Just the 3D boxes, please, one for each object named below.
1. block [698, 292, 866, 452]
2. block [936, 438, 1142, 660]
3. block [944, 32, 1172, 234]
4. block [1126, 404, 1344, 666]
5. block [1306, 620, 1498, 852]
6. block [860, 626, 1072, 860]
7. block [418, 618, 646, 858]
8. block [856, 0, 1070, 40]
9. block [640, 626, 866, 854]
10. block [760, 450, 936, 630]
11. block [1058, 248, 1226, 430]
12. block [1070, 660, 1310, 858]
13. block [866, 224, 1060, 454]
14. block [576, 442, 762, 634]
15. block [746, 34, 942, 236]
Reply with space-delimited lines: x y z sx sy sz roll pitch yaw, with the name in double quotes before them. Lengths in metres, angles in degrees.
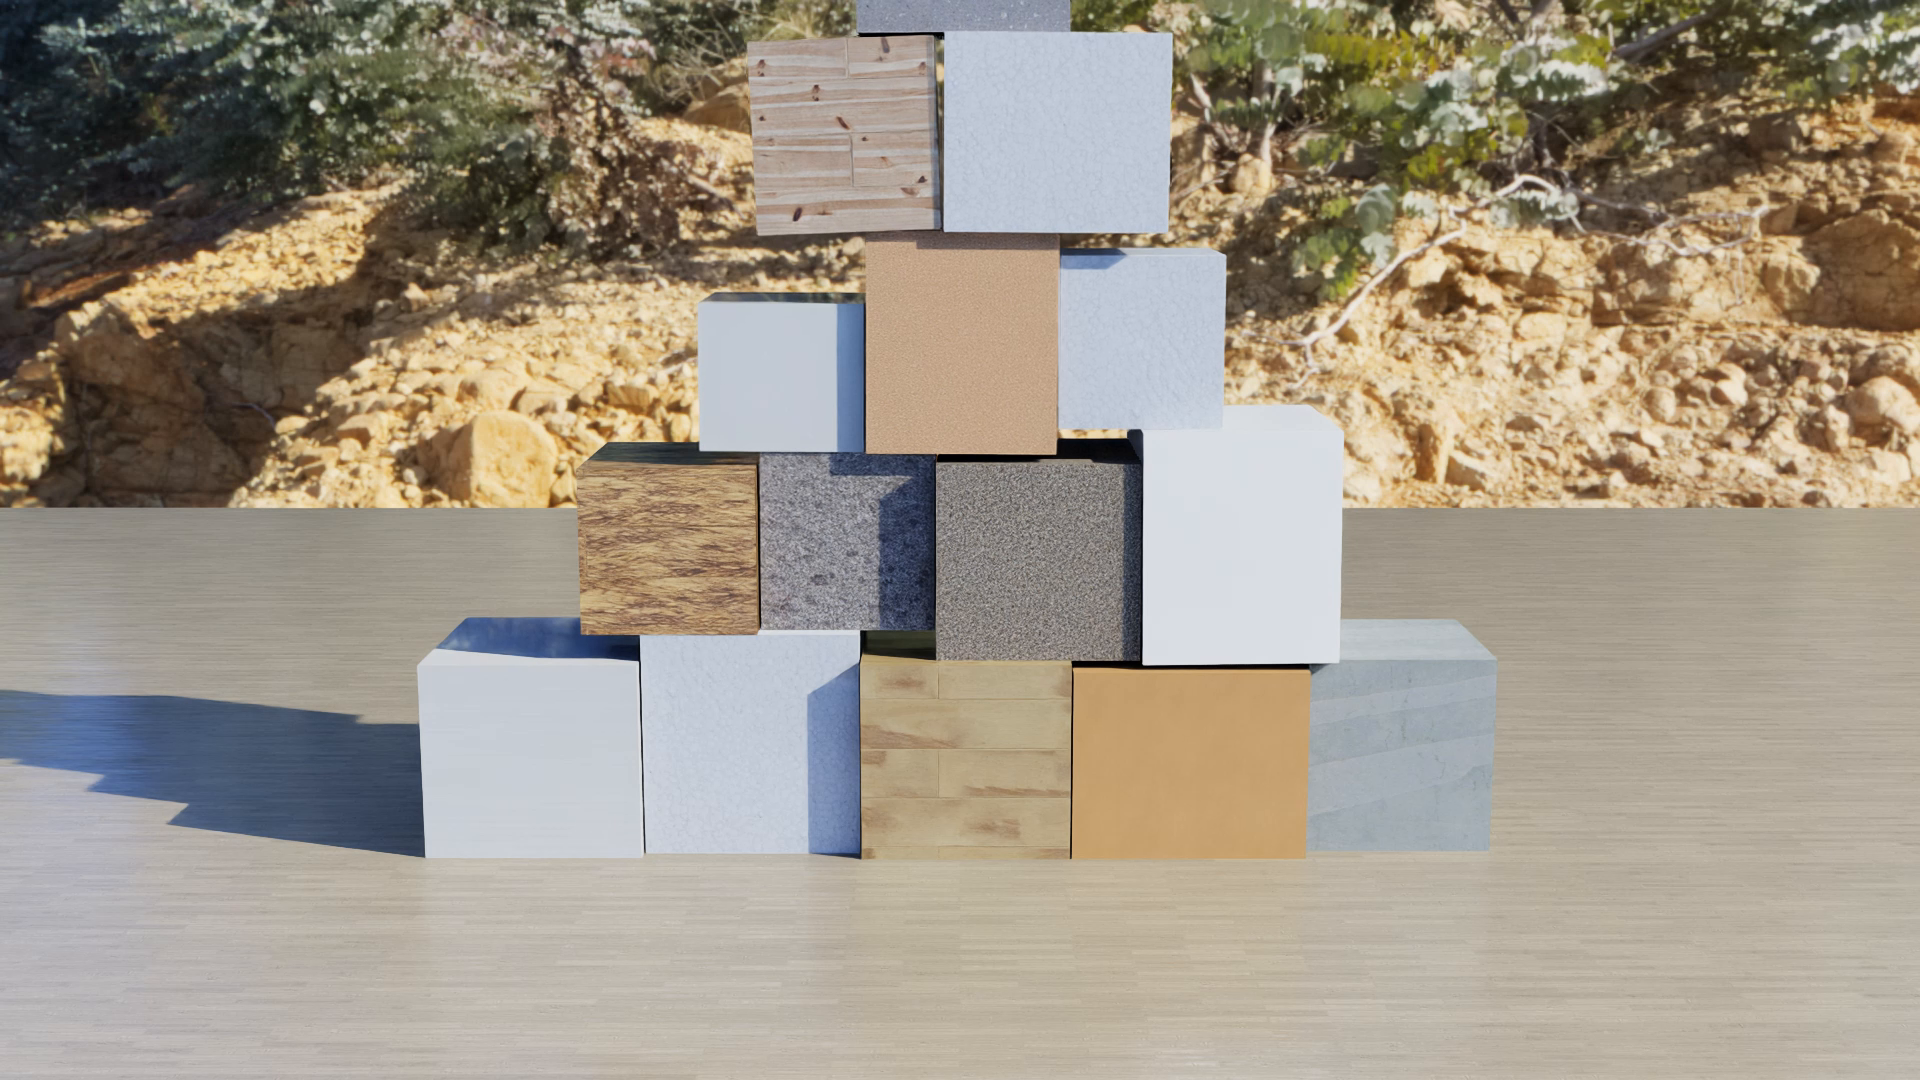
"block" -0.864 -0.857 11.036 0.802 0.718 0.816 0 10 0
"block" 0.383 0.029 11.171 0.999 0.973 0.950 0 10 0
"block" 0.457 -1.998 10.808 1.064 0.926 0.981 0 10 0
"block" 1.368 -0.051 11.185 0.960 1.143 1.079 -1 10 0
"block" 2.184 0.991 11.371 0.928 0.983 0.928 0 10 0
"block" 0.029 0.988 11.374 1.031 0.987 1.194 0 10 0
"block" -2.113 0.996 11.351 1.070 0.980 1.100 0 10 0
"block" 0.015 -2.869 10.649 1.002 0.838 0.832 0 10 0
"block" -1.032 0.927 11.348 1.071 1.117 0.968 0 10 0
"block" -0.550 -0.064 11.181 0.857 0.891 0.791 0 10 0
"block" 0.875 -1.018 10.976 0.801 0.837 0.758 0 10 0
"block" 1.132 1.010 11.368 1.156 0.945 1.157 0 10 0
"block" 0.010 -1.021 10.990 0.923 1.068 0.891 0 10 0
"block" -1.423 -0.026 11.172 0.863 0.821 0.969 0 10 0
"block" -0.542 -1.985 10.807 0.873 0.896 0.936 -2 10 0
